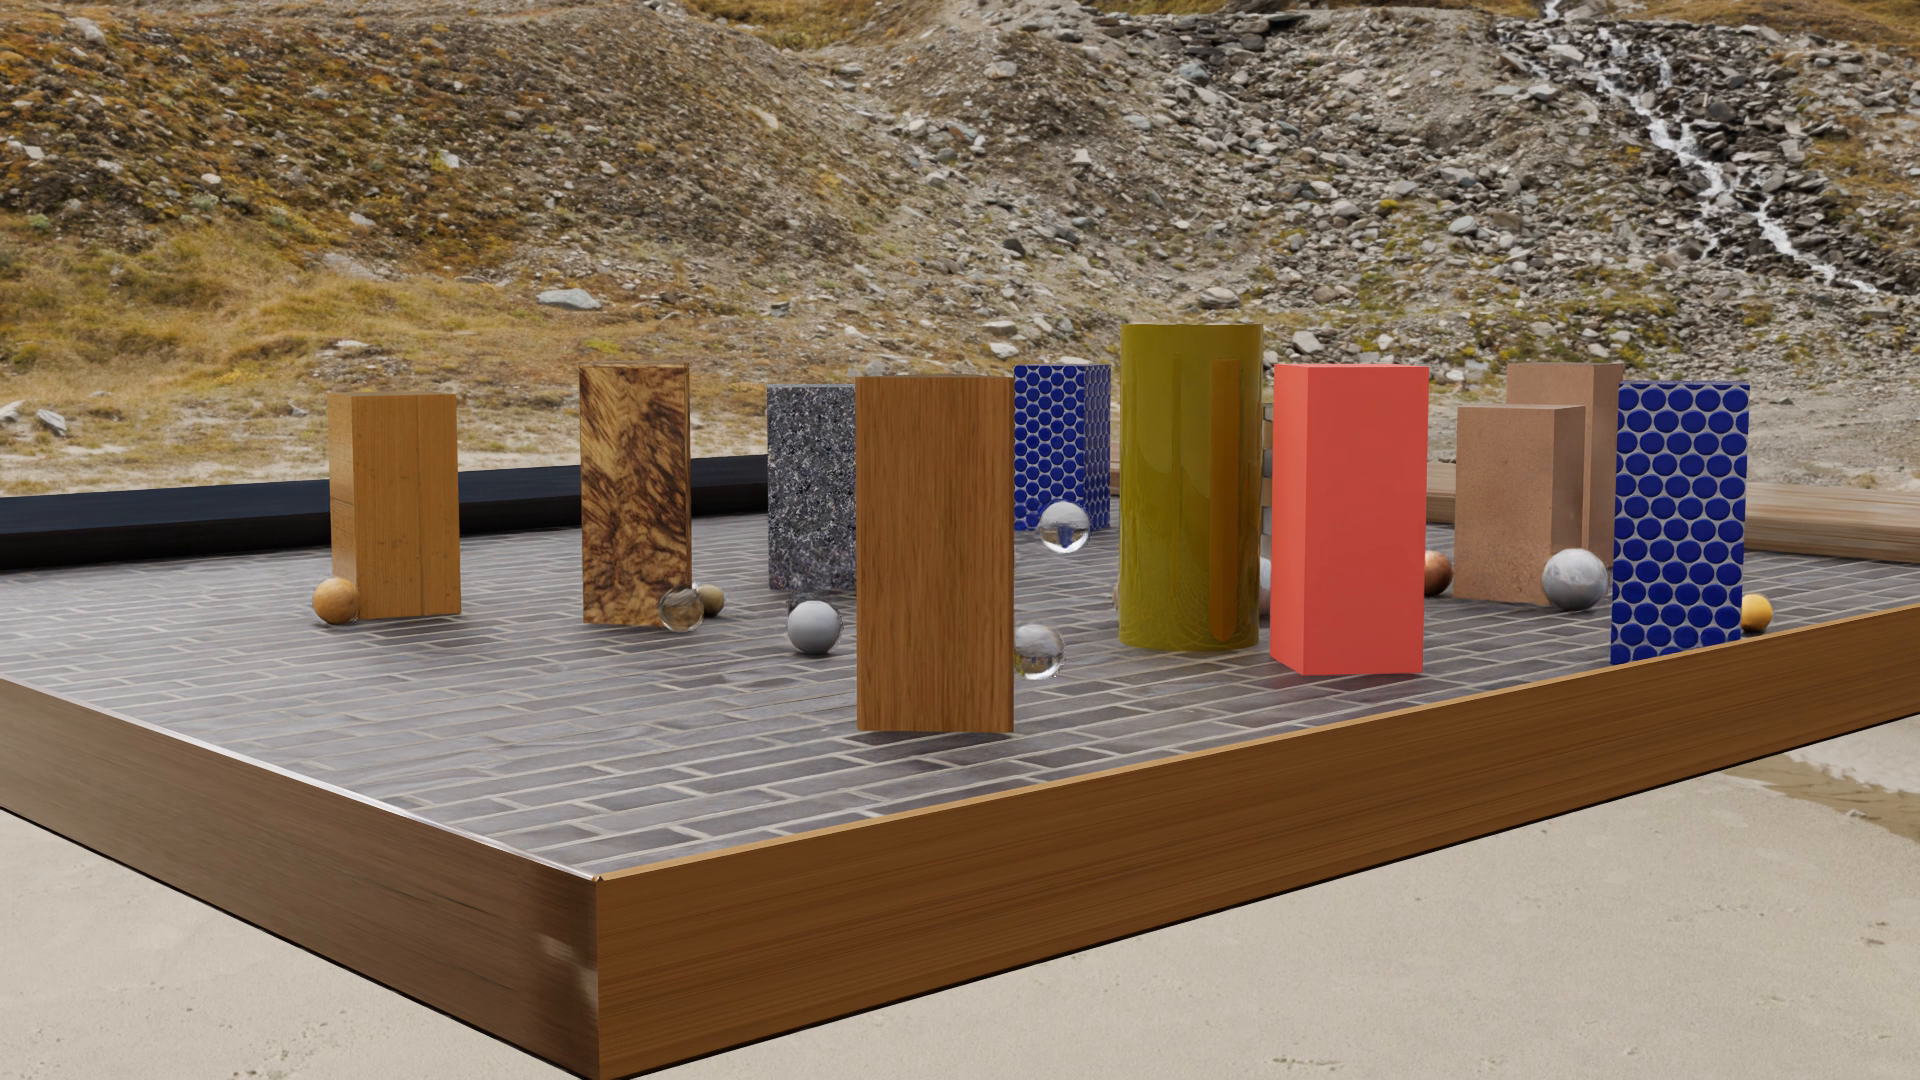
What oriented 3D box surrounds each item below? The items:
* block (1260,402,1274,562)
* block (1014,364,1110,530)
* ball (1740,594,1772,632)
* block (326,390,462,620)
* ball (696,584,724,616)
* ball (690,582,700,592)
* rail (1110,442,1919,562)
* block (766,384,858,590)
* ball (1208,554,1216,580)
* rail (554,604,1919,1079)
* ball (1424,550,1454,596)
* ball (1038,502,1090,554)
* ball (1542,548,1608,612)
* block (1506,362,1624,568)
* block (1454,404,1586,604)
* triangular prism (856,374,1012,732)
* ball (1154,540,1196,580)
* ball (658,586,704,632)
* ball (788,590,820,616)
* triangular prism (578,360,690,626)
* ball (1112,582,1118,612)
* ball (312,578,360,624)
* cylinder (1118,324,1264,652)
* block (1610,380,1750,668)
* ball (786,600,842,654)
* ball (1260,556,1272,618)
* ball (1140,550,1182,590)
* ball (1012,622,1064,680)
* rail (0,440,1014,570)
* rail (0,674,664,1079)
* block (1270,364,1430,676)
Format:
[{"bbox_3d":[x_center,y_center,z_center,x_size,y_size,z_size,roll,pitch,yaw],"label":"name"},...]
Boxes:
[{"bbox_3d":[0.487,-0.050,3.269,0.150,0.300,0.150,-4,7,-31],"label":"block"},{"bbox_3d":[0.206,-0.188,4.435,0.150,0.329,0.150,3,7,24],"label":"block"},{"bbox_3d":[1.092,0.101,3.028,0.051,0.051,0.051,0,6,0],"label":"ball"},{"bbox_3d":[-0.831,-0.055,3.228,0.150,0.319,0.150,-3,7,-29],"label":"block"},{"bbox_3d":[-0.363,0.087,3.184,0.045,0.045,0.045,0,6,0],"label":"ball"},{"bbox_3d":[-0.392,0.084,3.222,0.043,0.043,0.043,0,6,0],"label":"ball"},{"bbox_3d":[1.137,-0.079,4.375,0.045,0.122,2.796,-6,8,-42],"label":"rail"},{"bbox_3d":[-0.234,-0.089,3.545,0.150,0.319,0.150,-1,6,-5],"label":"block"},{"bbox_3d":[0.429,0.044,3.558,0.052,0.052,0.052,0,6,0],"label":"ball"},{"bbox_3d":[0.932,0.138,2.328,3.141,0.122,0.045,-6,8,-42],"label":"rail"},{"bbox_3d":[0.727,0.051,3.403,0.072,0.072,0.072,0,6,0],"label":"ball"},{"bbox_3d":[0.189,-0.023,3.993,0.094,0.094,0.094,0,6,0],"label":"ball"},{"bbox_3d":[0.902,0.058,3.227,0.093,0.093,0.093,0,6,0],"label":"ball"},{"bbox_3d":[1.036,-0.129,3.781,0.150,0.348,0.150,4,7,35],"label":"block"},{"bbox_3d":[0.862,-0.059,3.389,0.150,0.293,0.150,4,7,33],"label":"block"},{"bbox_3d":[-0.021,0.009,2.370,0.163,0.372,0.141,0,6,4],"label":"triangular prism"},{"bbox_3d":[0.351,0.033,3.592,0.066,0.066,0.066,0,6,0],"label":"ball"},{"bbox_3d":[-0.384,0.095,3.023,0.063,0.063,0.063,0,6,0],"label":"ball"},{"bbox_3d":[-0.215,0.097,3.066,0.051,0.051,0.051,0,6,0],"label":"ball"},{"bbox_3d":[-0.438,-0.071,3.143,0.163,0.368,0.141,2,6,14],"label":"triangular prism"},{"bbox_3d":[0.253,0.080,3.108,0.075,0.075,0.075,0,6,0],"label":"ball"},{"bbox_3d":[-0.879,0.086,3.100,0.066,0.066,0.066,0,6,0],"label":"ball"},{"bbox_3d":[0.306,-0.075,2.926,0.188,0.422,0.188,0,6,0],"label":"cylinder"},{"bbox_3d":[0.897,-0.020,2.744,0.150,0.352,0.150,2,6,18],"label":"block"},{"bbox_3d":[-0.188,0.112,2.832,0.069,0.069,0.069,0,6,0],"label":"ball"},{"bbox_3d":[0.421,0.068,3.152,0.090,0.090,0.090,0,6,0],"label":"ball"},{"bbox_3d":[0.317,0.047,3.466,0.065,0.065,0.065,0,6,0],"label":"ball"},{"bbox_3d":[0.090,0.133,2.635,0.069,0.069,0.069,0,6,0],"label":"ball"},{"bbox_3d":[-0.932,-0.075,4.337,3.141,0.122,0.045,-6,8,-42],"label":"rail"},{"bbox_3d":[-1.137,0.142,2.289,0.045,0.122,2.796,-6,8,-42],"label":"rail"},{"bbox_3d":[0.481,-0.030,2.733,0.150,0.373,0.150,-1,6,-7],"label":"block"}]
